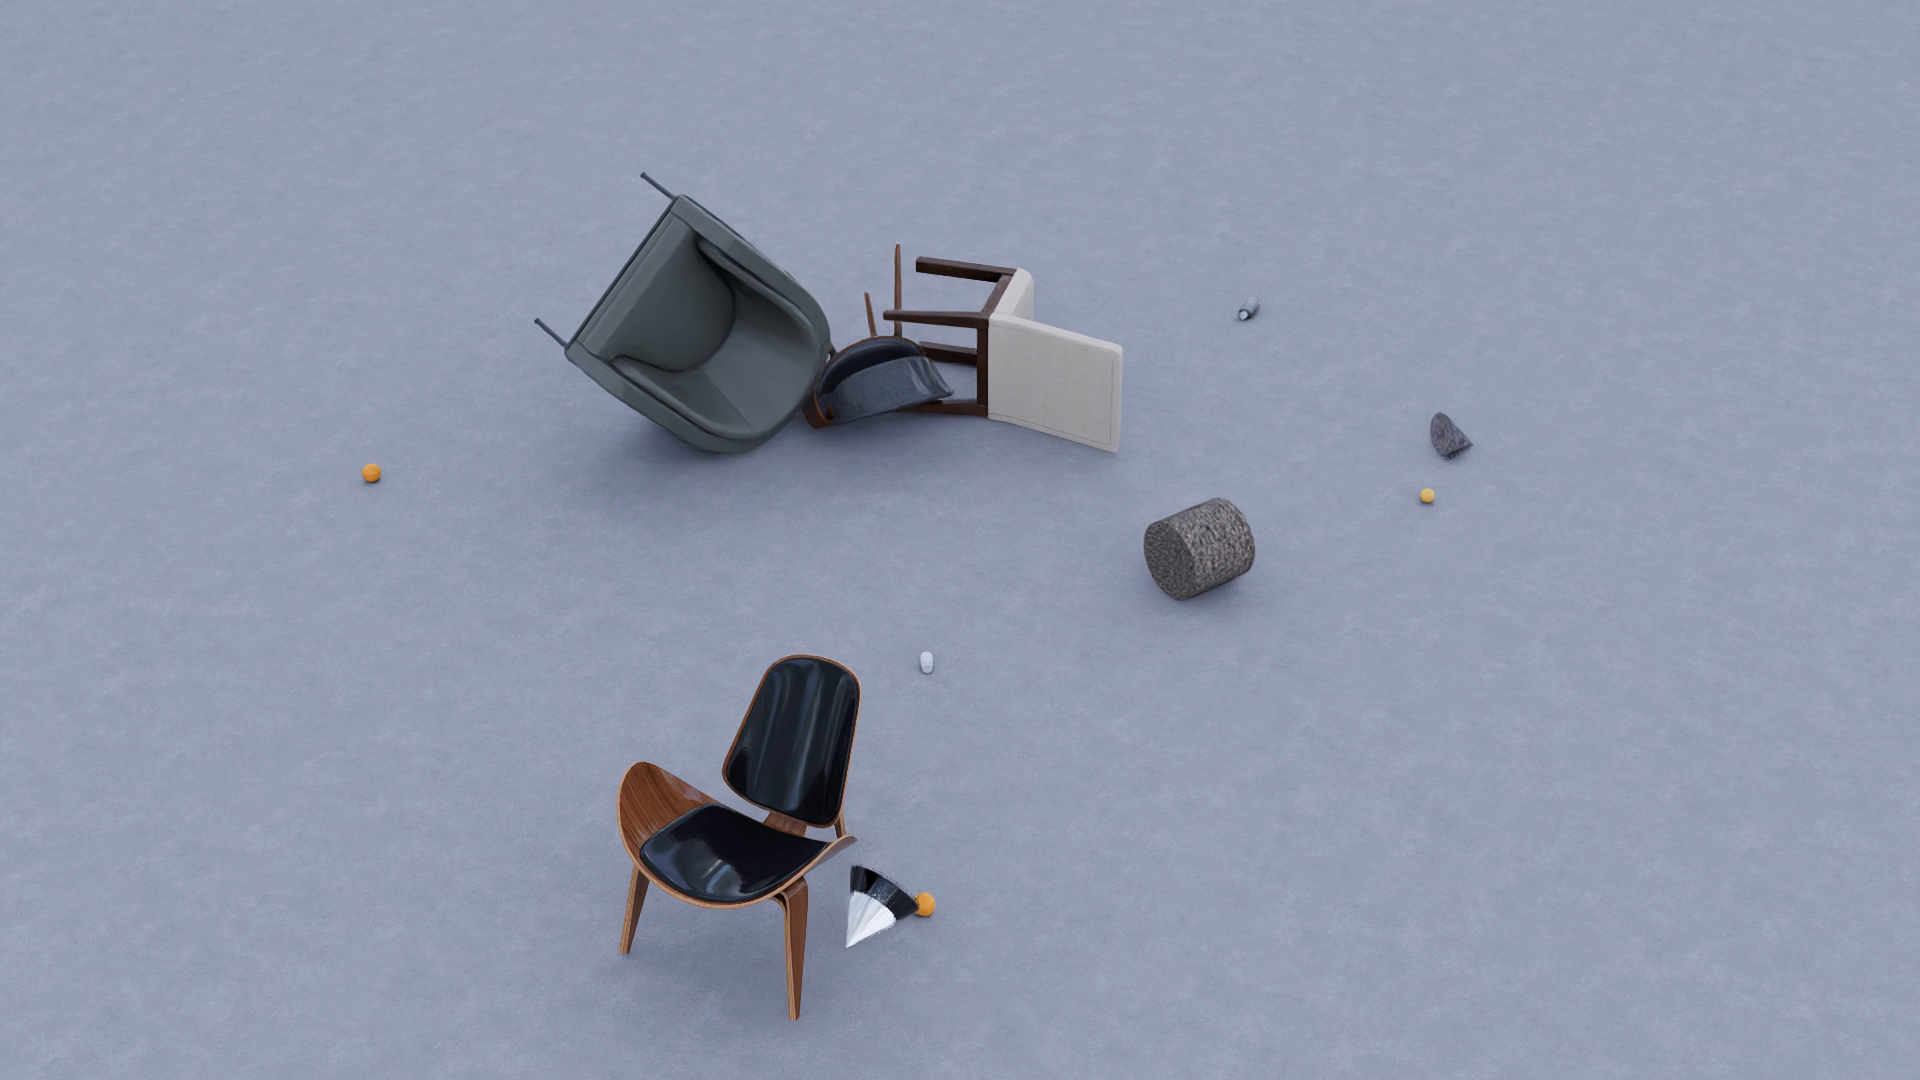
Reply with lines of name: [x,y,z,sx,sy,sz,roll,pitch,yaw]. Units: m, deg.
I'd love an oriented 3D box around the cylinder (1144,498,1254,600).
cylinder: [0.867,0.029,10.631,0.278,0.297,0.296,-22,13,-29]

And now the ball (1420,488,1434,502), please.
ball: [1.778,-0.169,11.151,0.055,0.055,0.055,0,33,0]

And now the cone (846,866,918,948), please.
cone: [-0.292,1.169,9.075,0.248,0.230,0.223,33,70,1]

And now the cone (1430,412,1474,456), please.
cone: [1.950,-0.394,11.487,0.145,0.130,0.260,17,28,-18]
